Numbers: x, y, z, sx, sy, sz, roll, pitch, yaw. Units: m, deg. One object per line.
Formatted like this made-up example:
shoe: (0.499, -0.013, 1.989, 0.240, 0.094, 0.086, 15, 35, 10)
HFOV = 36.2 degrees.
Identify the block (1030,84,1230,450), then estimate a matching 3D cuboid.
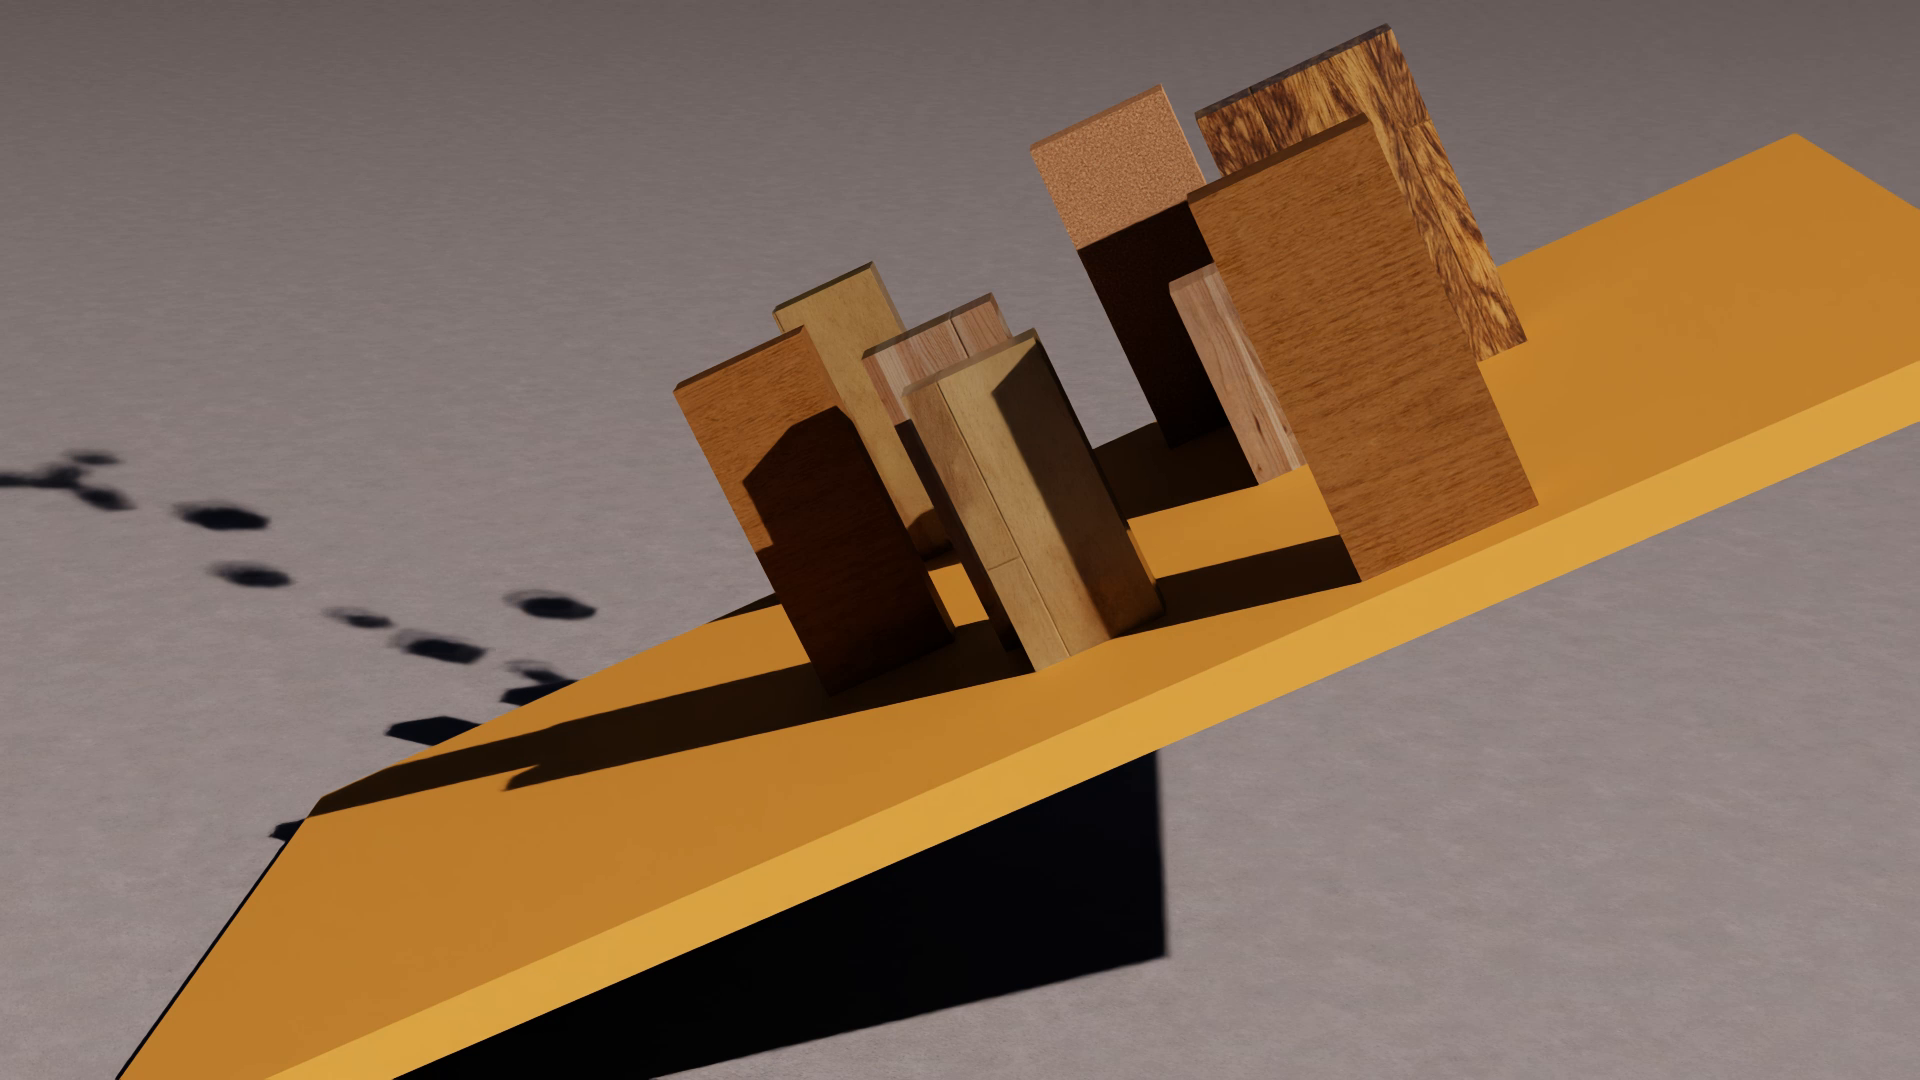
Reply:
block: (0.474, -0.626, 6.779, 0.328, 0.768, 0.109, -24, 13, 9)

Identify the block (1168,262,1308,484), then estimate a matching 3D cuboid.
block: (0.712, -0.408, 6.187, 0.388, 0.453, 0.119, -24, 13, 9)

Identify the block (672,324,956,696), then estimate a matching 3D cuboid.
block: (-0.299, -0.057, 6.151, 0.294, 0.729, 0.088, -24, 13, 9)

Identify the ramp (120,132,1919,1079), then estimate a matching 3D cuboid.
ramp: (0.136, 0.169, 6.282, 4.000, 0.100, 2.000, -24, 13, 9)

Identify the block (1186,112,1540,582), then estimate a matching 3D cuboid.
block: (0.719, -0.340, 5.244, 0.343, 0.756, 0.119, -24, 13, 9)

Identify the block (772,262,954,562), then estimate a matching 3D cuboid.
block: (-0.170, -0.286, 6.882, 0.252, 0.685, 0.093, -24, 13, 9)

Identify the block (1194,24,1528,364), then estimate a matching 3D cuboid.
block: (0.860, -0.673, 6.308, 0.447, 0.731, 0.125, -24, 13, 9)

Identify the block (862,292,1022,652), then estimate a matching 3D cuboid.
block: (0.077, -0.132, 5.867, 0.280, 0.664, 0.091, -24, 13, 9)

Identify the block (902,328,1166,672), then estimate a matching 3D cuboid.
block: (0.145, -0.075, 5.658, 0.277, 0.601, 0.093, -24, 13, 9)
